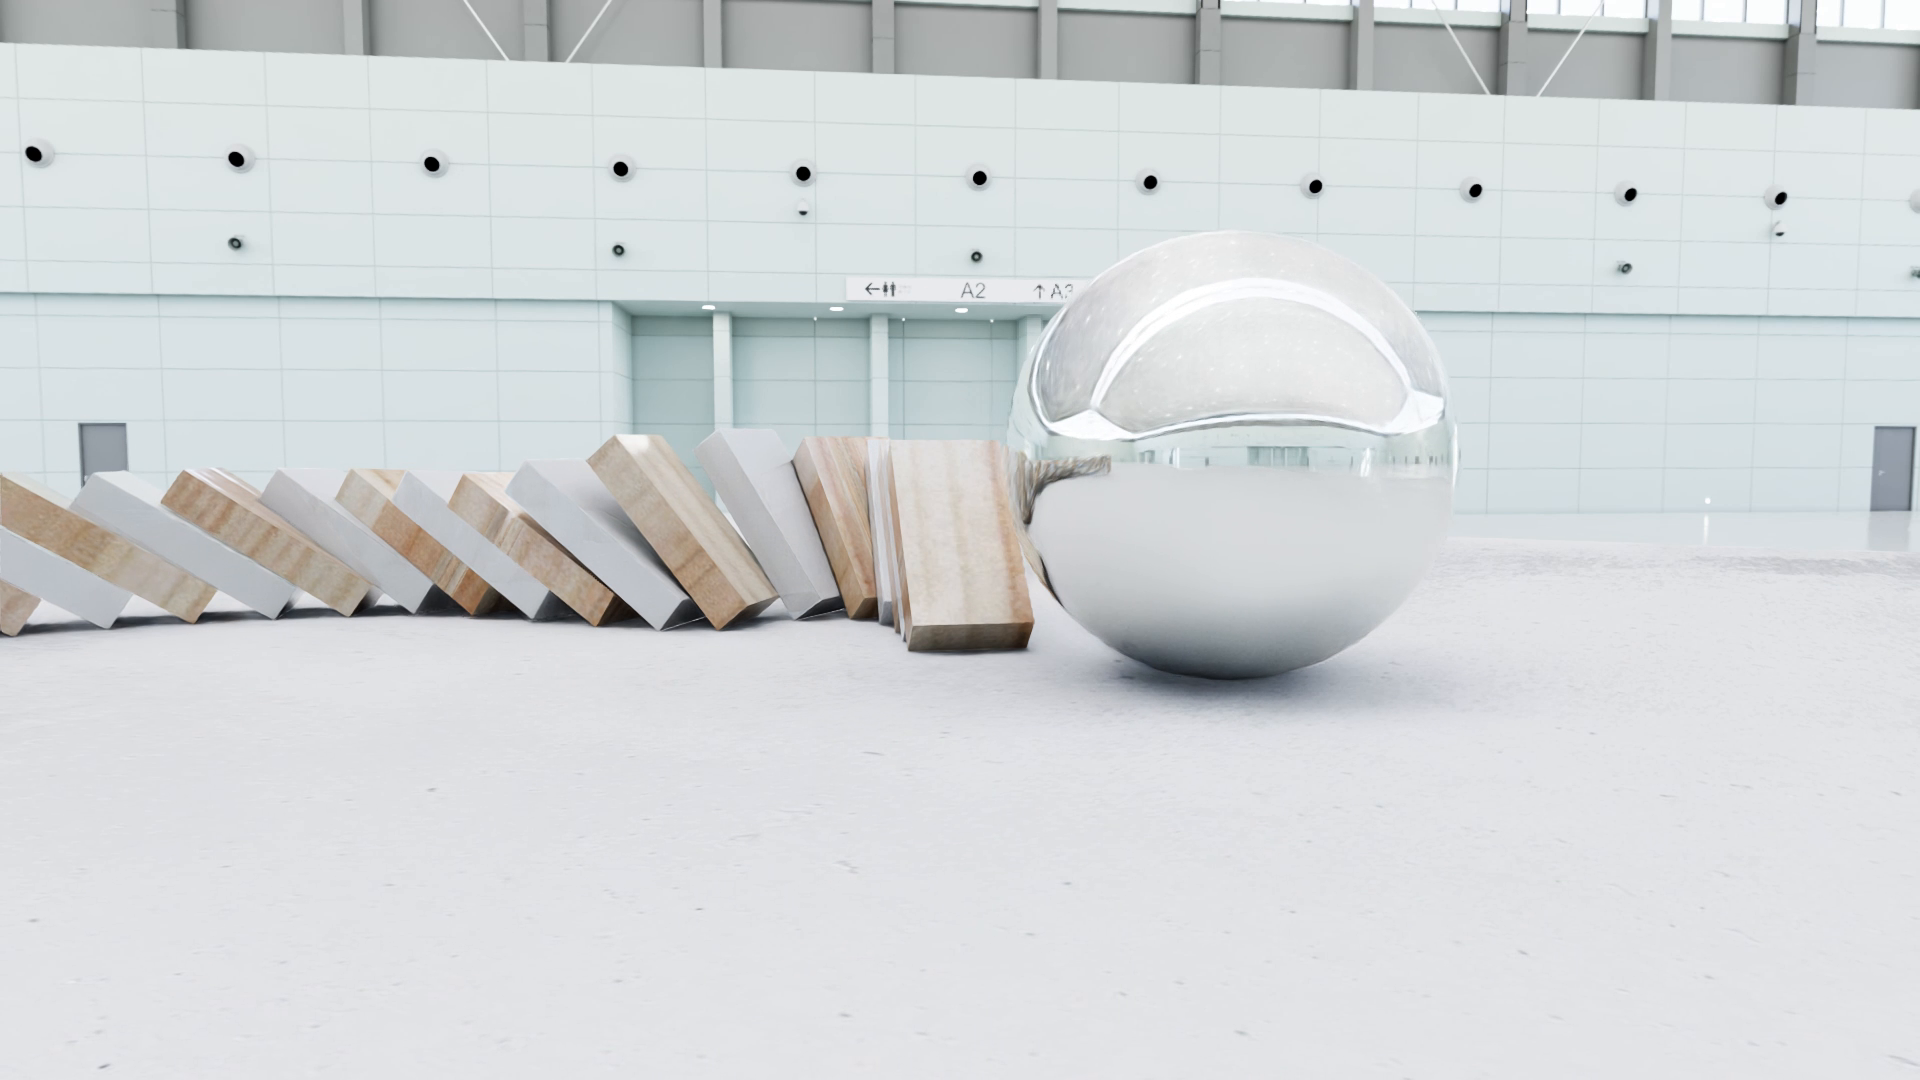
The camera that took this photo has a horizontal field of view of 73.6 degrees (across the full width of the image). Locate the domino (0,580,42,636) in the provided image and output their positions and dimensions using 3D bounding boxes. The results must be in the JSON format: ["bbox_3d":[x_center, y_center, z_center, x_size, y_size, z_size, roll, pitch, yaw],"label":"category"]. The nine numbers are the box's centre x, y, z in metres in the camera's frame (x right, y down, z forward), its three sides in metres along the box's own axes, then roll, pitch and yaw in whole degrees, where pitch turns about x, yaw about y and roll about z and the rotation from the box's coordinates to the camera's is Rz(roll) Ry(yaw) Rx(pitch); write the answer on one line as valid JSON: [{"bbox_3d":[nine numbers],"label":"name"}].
[{"bbox_3d":[-0.230,0.004,0.278,0.025,0.009,0.050,5,-28,48],"label":"domino"}]

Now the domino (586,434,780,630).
[{"bbox_3d":[-0.065,-0.003,0.305,0.009,0.050,0.025,-39,-4,12],"label":"domino"}]

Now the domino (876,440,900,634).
[{"bbox_3d":[-0.005,-0.002,0.302,0.025,0.050,0.009,-1,-38,-11],"label":"domino"}]

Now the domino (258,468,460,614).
[{"bbox_3d":[-0.150,0.000,0.330,0.050,0.009,0.025,35,7,5],"label":"domino"}]

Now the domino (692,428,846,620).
[{"bbox_3d":[-0.044,-0.005,0.323,0.010,0.050,0.025,-36,-11,22],"label":"domino"}]

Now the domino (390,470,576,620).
[{"bbox_3d":[-0.115,0.000,0.322,0.050,0.009,0.025,36,13,14],"label":"domino"}]

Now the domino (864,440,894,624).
[{"bbox_3d":[-0.009,-0.003,0.314,0.025,0.050,0.010,0,-38,-10],"label":"domino"}]

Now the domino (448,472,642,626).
[{"bbox_3d":[-0.098,0.001,0.315,0.050,0.009,0.025,36,15,14],"label":"domino"}]

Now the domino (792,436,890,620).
[{"bbox_3d":[-0.023,-0.004,0.326,0.025,0.050,0.009,-3,-35,-32],"label":"domino"}]

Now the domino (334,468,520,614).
[{"bbox_3d":[-0.132,0.000,0.328,0.050,0.009,0.025,36,12,14],"label":"domino"}]

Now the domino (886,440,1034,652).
[{"bbox_3d":[-0.001,0.000,0.277,0.025,0.050,0.009,-1,-38,-11],"label":"domino"}]

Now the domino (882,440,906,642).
[{"bbox_3d":[-0.003,-0.001,0.289,0.025,0.050,0.010,-1,-38,-11],"label":"domino"}]

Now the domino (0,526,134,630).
[{"bbox_3d":[-0.217,0.003,0.292,0.050,0.009,0.025,38,-18,-32],"label":"domino"}]

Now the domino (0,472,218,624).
[{"bbox_3d":[-0.203,0.002,0.304,0.050,0.009,0.025,36,-13,-25],"label":"domino"}]

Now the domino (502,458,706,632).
[{"bbox_3d":[-0.081,0.000,0.306,0.050,0.009,0.025,40,12,8],"label":"domino"}]

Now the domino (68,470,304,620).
[{"bbox_3d":[-0.187,0.001,0.315,0.050,0.009,0.025,34,-7,-17],"label":"domino"}]

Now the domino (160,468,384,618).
[{"bbox_3d":[-0.169,0.000,0.322,0.050,0.009,0.025,35,-3,-11],"label":"domino"}]

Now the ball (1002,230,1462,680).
[{"bbox_3d":[0.048,-0.015,0.231,0.080,0.080,0.080,0,4,0],"label":"ball"}]
